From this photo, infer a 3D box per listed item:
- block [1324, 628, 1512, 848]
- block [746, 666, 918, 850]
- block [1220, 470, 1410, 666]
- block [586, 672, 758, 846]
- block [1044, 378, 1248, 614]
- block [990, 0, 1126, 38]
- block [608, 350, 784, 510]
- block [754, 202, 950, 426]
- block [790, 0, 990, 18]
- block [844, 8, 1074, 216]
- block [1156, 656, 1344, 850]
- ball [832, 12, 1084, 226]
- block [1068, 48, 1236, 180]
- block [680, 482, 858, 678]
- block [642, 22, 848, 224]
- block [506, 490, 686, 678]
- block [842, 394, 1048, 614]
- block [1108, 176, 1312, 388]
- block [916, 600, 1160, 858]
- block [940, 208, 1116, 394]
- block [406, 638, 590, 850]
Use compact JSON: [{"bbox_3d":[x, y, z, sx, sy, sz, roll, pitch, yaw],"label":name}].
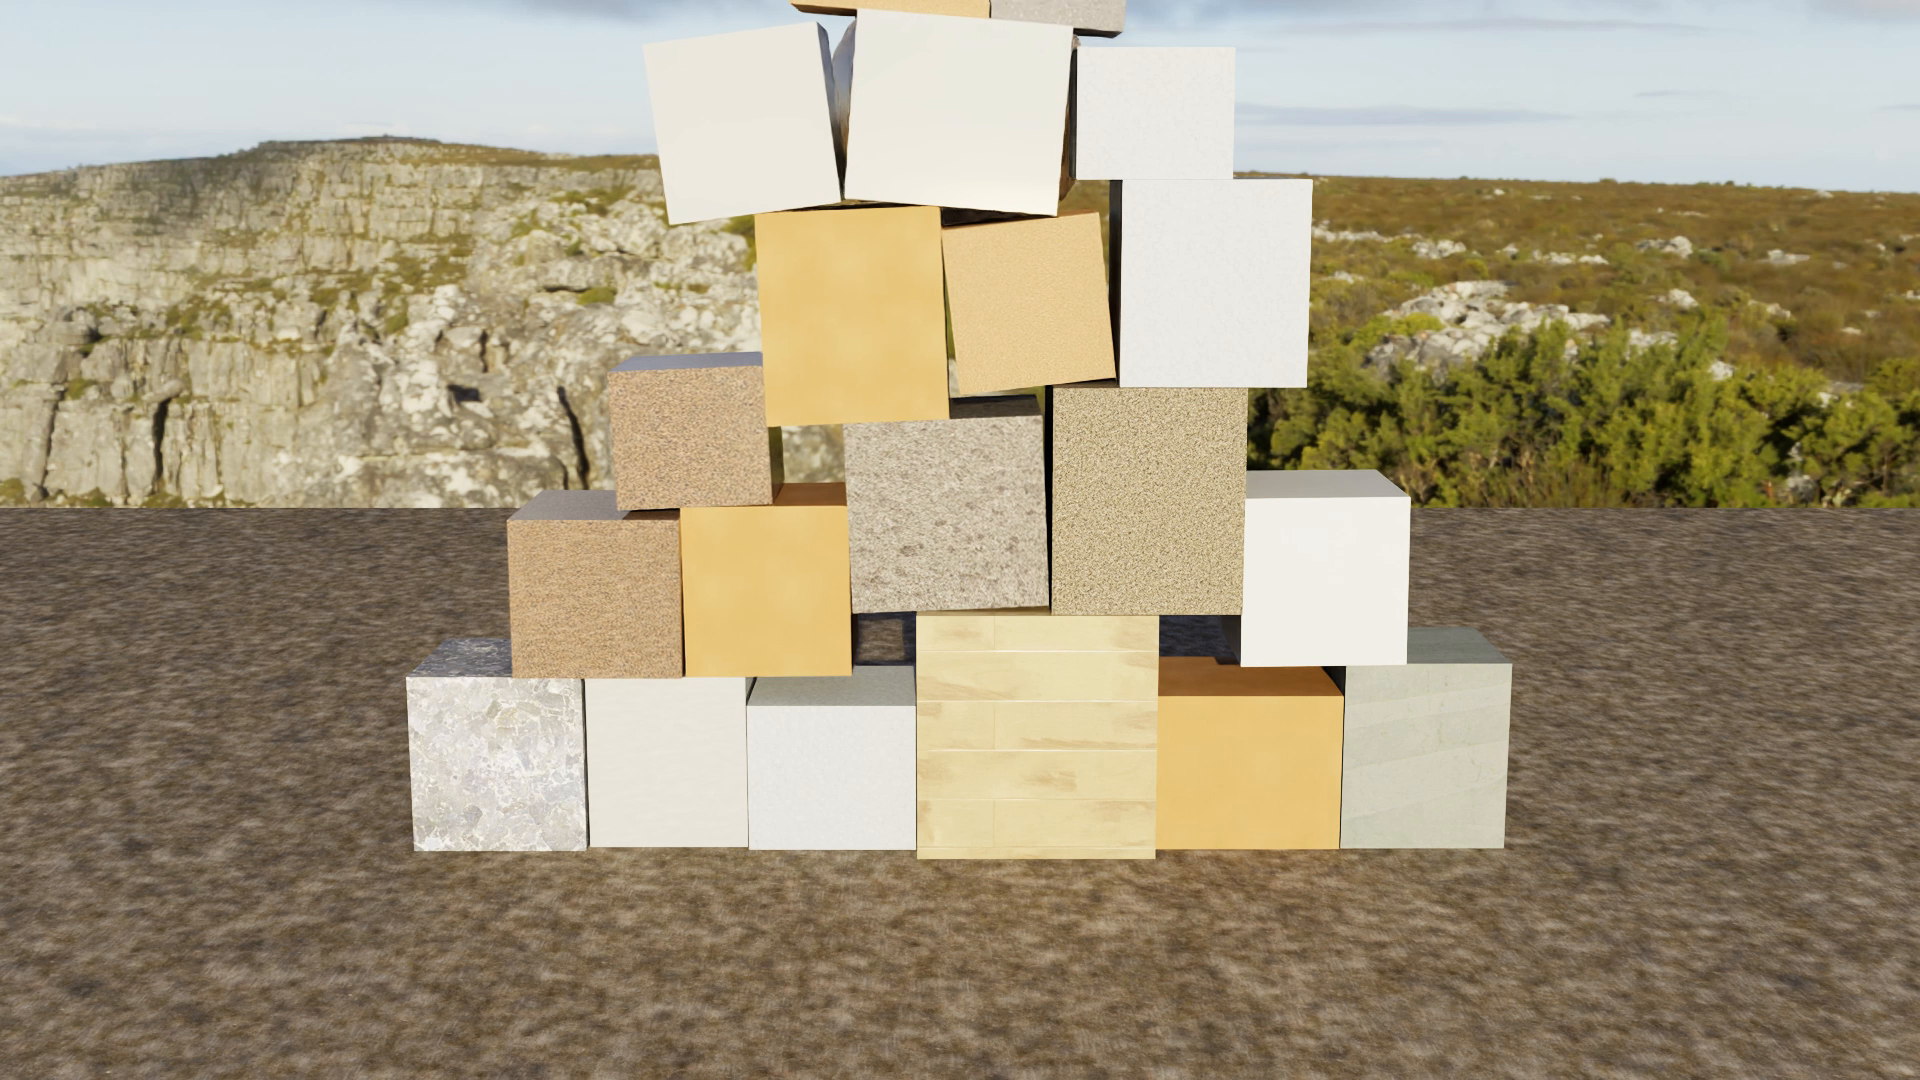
[{"bbox_3d":[2.322,1.006,11.374,0.820,0.952,0.834,0,10,0],"label":"block"},{"bbox_3d":[-0.639,1.112,11.382,0.836,0.740,0.850,0,10,0],"label":"block"},{"bbox_3d":[1.788,0.126,11.217,0.815,0.838,0.912,-1,10,0],"label":"block"},{"bbox_3d":[-1.464,1.044,11.370,0.793,0.877,0.772,0,10,0],"label":"block"},{"bbox_3d":[0.911,-0.274,11.116,0.929,1.106,1.044,0,10,0],"label":"block"},{"bbox_3d":[0.481,-2.768,10.673,0.632,0.569,0.689,5,10,-1],"label":"block"},{"bbox_3d":[-1.312,-0.563,11.072,0.759,0.680,0.773,-2,10,0],"label":"block"},{"bbox_3d":[-0.516,-1.143,10.958,0.883,1.021,0.852,-2,10,0],"label":"block"},{"bbox_3d":[-0.302,-2.936,10.643,0.937,0.784,0.779,5,10,-1],"label":"block"},{"bbox_3d":[-0.010,-2.093,10.800,1.009,0.878,0.931,5,10,-1],"label":"block"},{"bbox_3d":[1.439,1.087,11.382,0.925,0.789,0.850,0,10,0],"label":"block"},{"bbox_3d":[0.000,-2.515,12.831,1.600,1.600,1.600,0,10,0],"label":"ball"},{"bbox_3d":[0.926,-2.088,10.792,0.744,0.614,0.774,0,10,0],"label":"block"},{"bbox_3d":[-0.954,0.189,11.212,0.822,0.854,0.759,-1,10,0],"label":"block"},{"bbox_3d":[-1.026,-2.041,10.800,0.823,0.845,0.883,-7,10,1],"label":"block"},{"bbox_3d":[-1.786,0.209,11.214,0.832,0.792,0.935,0,10,0],"label":"block"},{"bbox_3d":[-0.065,-0.203,11.156,0.963,0.938,0.916,-2,10,0],"label":"block"},{"bbox_3d":[1.216,-1.301,10.924,0.895,0.983,0.931,0,10,0],"label":"block"},{"bbox_3d":[0.377,0.869,11.352,1.177,1.228,1.171,0,10,0],"label":"block"},{"bbox_3d":[0.332,-1.200,10.957,0.760,0.795,0.720,-7,10,1],"label":"block"},{"bbox_3d":[-2.301,1.040,11.354,0.861,0.892,0.865,0,10,0],"label":"block"}]
